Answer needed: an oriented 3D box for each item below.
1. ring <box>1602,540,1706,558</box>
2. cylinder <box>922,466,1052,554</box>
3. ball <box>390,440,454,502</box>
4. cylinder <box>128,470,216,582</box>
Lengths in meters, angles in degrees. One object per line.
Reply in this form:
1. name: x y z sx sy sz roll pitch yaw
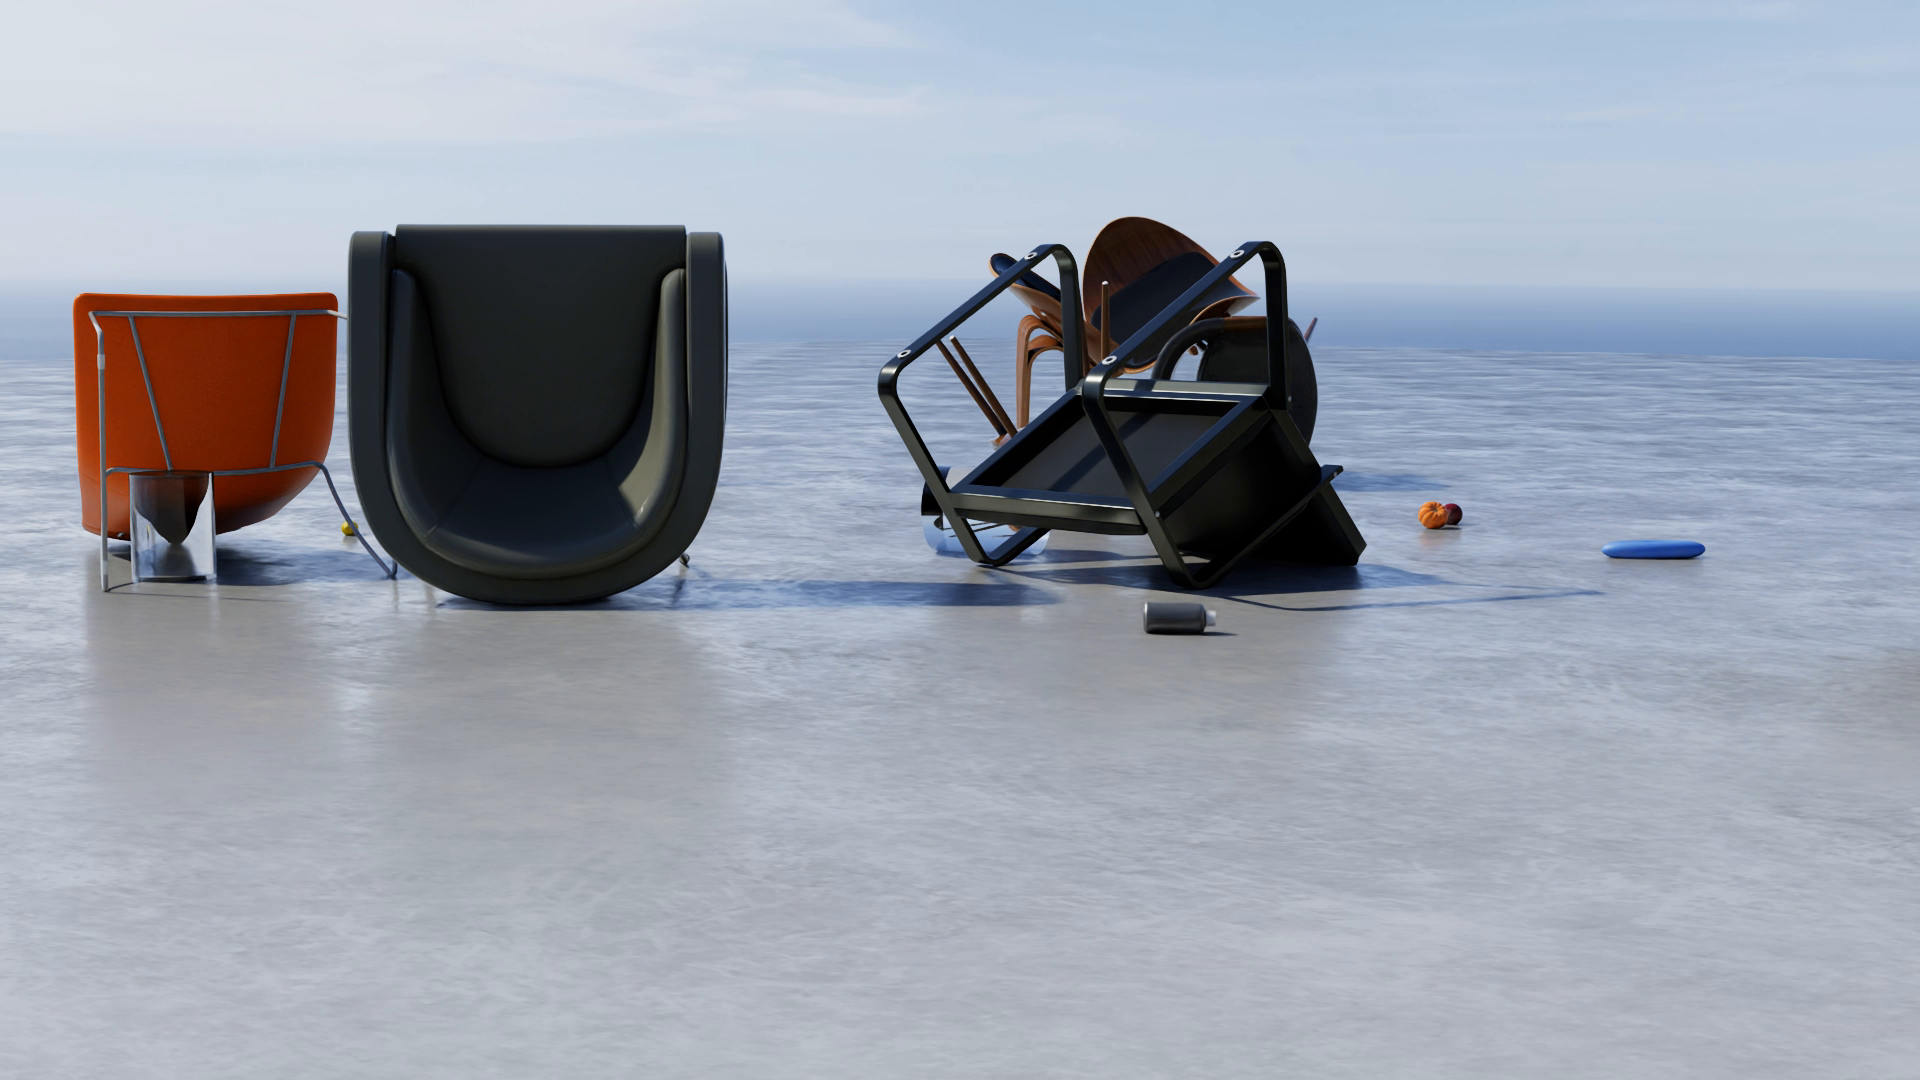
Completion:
1. ring: 1.625 0.022 6.013 0.242 0.039 0.086 0 5 1
2. cylinder: 0.065 -0.072 6.102 0.247 0.206 0.258 2 -3 18
3. ball: -1.574 -0.204 7.505 0.182 0.182 0.182 0 6 0
4. cylinder: -1.716 -0.031 5.594 0.178 0.230 0.169 -4 7 -32
